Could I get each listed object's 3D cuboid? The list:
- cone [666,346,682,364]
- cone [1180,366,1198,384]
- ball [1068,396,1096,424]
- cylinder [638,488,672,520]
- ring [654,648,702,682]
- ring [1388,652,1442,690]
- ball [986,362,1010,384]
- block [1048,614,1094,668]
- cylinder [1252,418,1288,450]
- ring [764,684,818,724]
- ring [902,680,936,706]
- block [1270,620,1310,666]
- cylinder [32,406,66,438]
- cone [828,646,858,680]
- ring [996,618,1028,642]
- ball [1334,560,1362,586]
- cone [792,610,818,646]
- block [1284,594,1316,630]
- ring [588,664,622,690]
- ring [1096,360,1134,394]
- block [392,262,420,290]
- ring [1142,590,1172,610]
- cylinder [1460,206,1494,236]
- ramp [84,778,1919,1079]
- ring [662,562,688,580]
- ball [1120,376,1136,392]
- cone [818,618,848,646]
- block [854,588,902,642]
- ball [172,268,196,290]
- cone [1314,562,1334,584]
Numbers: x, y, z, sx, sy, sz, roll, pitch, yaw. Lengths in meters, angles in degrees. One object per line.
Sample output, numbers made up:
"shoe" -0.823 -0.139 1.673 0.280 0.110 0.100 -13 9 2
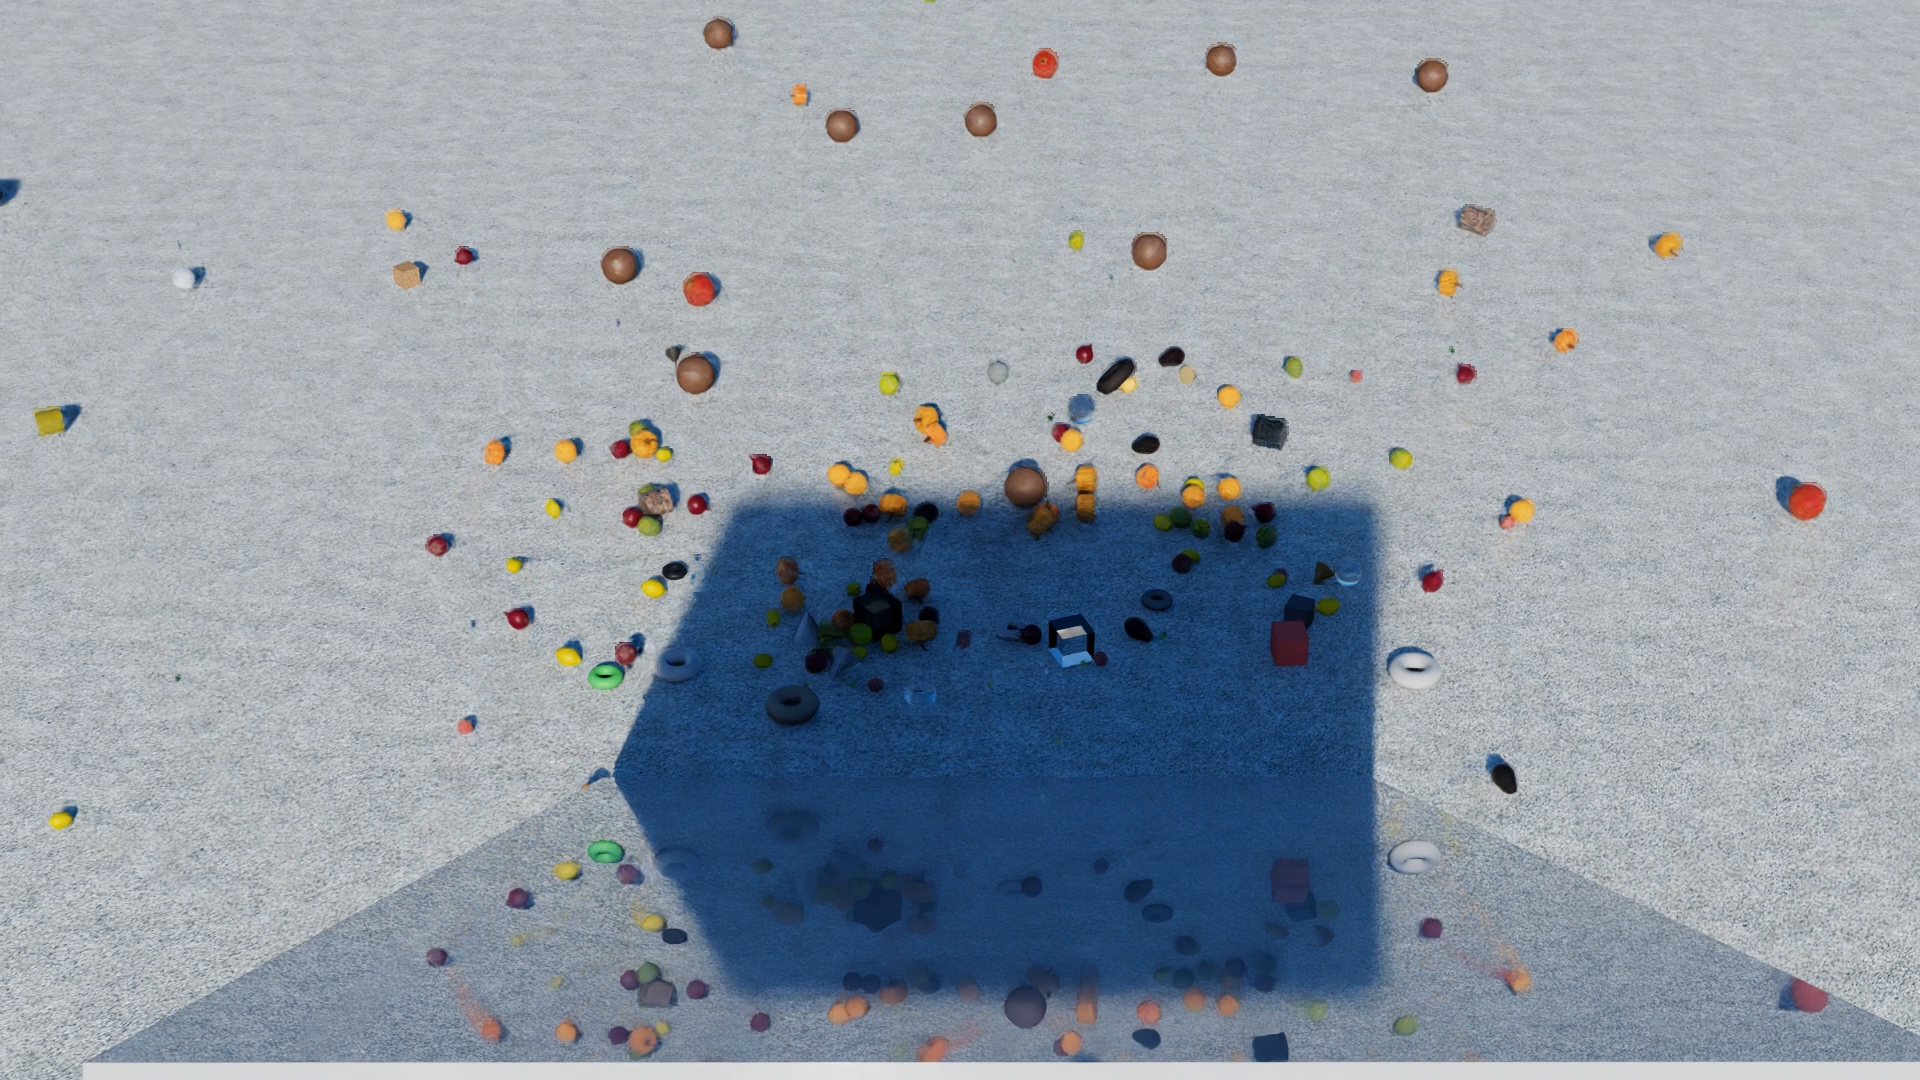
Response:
"cone" -0.969 -0.619 8.806 0.053 0.053 0.053 -7 60 -11
"cone" 0.778 -0.550 8.695 0.062 0.062 0.062 31 14 39
"ball" 0.396 -0.420 8.433 0.091 0.091 0.091 0 33 0
"cylinder" -0.936 -0.112 7.961 0.080 0.080 0.080 -17 36 -25
"ring" -0.792 0.350 7.272 0.136 0.045 0.136 0 34 0
"ring" 1.271 0.366 7.243 0.148 0.049 0.148 -1 32 1
"ball" 0.127 -0.559 8.664 0.076 0.076 0.076 0 33 0
"block" 0.315 0.284 7.325 0.098 0.098 0.098 -12 34 -18
"cylinder" 0.993 -0.342 8.309 0.091 0.091 0.091 11 34 20
"ring" -0.462 0.451 7.110 0.148 0.049 0.148 -1 33 1
"ring" -0.113 0.424 7.168 0.095 0.032 0.095 0 34 0
"block" 0.930 0.291 7.321 0.090 0.090 0.090 -2 33 -3
"cylinder" -2.945 -0.382 8.382 0.080 0.080 0.080 -21 38 -20
"cone" -0.343 0.359 7.261 0.090 0.090 0.090 13 61 19
"ring" 0.150 0.257 7.430 0.093 0.031 0.093 0 34 0
"ball" 1.145 0.097 7.633 0.081 0.081 0.081 0 33 0
"cone" -0.434 0.239 7.399 0.094 0.094 0.094 0 33 0
"block" 0.978 0.209 7.468 0.070 0.070 0.070 14 35 20
"ring" -0.989 0.382 7.232 0.097 0.032 0.097 1 31 0
"ring" 0.515 -0.542 8.597 0.148 0.049 0.148 -40 12 10
"block" -1.980 -0.948 9.280 0.067 0.067 0.067 -25 40 -34
"ring" 0.574 0.174 7.559 0.092 0.031 0.092 0 31 0
"cylinder" 1.919 -1.186 9.629 0.090 0.090 0.090 25 40 33
"ramp" 0.072 0.635 4.740 2.000 0.100 4.000 0 -1 0
"ring" -0.847 0.093 7.692 0.075 0.025 0.075 1 32 0
"ball" 0.559 -0.517 8.617 0.055 0.055 0.055 0 33 0
"cone" -0.354 0.265 7.368 0.080 0.080 0.080 3 33 11
"block" -0.236 0.215 7.433 0.098 0.098 0.098 -23 39 -31
"ball" -2.764 -0.930 9.237 0.083 0.083 0.083 0 33 0
"cone" 1.061 0.109 7.664 0.062 0.062 0.062 27 68 36
